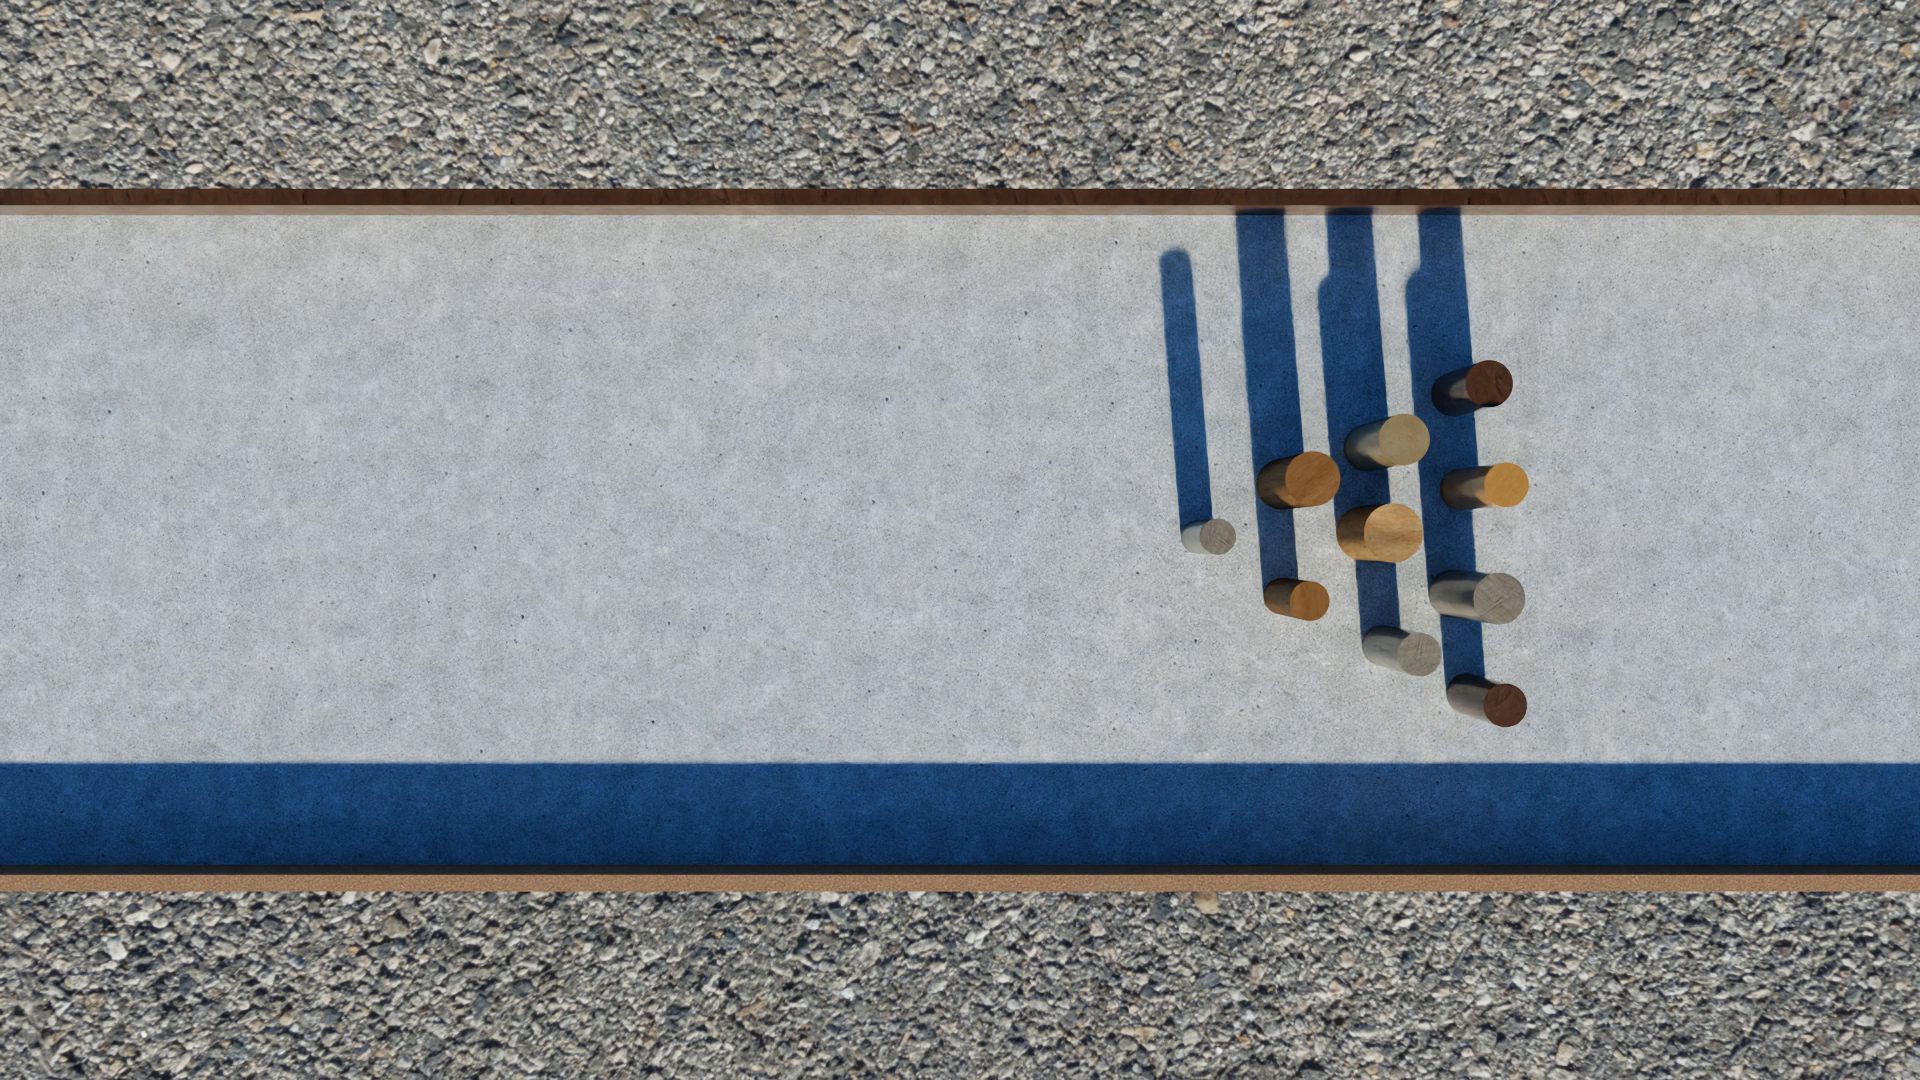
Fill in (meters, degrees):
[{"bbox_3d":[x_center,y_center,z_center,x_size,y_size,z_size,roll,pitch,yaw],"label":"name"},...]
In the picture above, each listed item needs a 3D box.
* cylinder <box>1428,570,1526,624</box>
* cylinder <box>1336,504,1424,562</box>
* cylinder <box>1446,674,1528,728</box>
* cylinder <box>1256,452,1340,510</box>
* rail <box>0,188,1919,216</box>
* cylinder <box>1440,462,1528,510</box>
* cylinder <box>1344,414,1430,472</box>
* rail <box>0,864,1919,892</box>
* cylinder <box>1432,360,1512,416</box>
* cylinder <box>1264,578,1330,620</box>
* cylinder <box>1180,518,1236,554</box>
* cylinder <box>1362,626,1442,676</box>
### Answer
[{"bbox_3d":[1.515,0.165,4.854,0.146,0.444,0.146,0,90,0],"label":"cylinder"},{"bbox_3d":[1.243,-0.020,4.903,0.171,0.347,0.171,0,90,0],"label":"cylinder"},{"bbox_3d":[1.559,0.473,4.895,0.125,0.362,0.125,0,90,0],"label":"cylinder"},{"bbox_3d":[0.989,-0.172,4.850,0.155,0.453,0.155,0,90,0],"label":"cylinder"},{"bbox_3d":[-2.247,-1.025,5.002,12.000,0.150,0.050,0,90,0],"label":"rail"},{"bbox_3d":[1.540,-0.156,4.861,0.126,0.431,0.126,0,90,0],"label":"cylinder"},{"bbox_3d":[1.253,-0.284,4.866,0.145,0.422,0.145,0,90,0],"label":"cylinder"},{"bbox_3d":[-2.247,1.025,5.001,12.000,0.150,0.050,0,90,0],"label":"rail"},{"bbox_3d":[1.518,-0.448,4.903,0.136,0.346,0.136,0,90,0],"label":"cylinder"},{"bbox_3d":[0.990,0.173,4.872,0.113,0.409,0.113,0,90,0],"label":"cylinder"},{"bbox_3d":[0.731,-0.010,4.877,0.103,0.399,0.103,0,90,0],"label":"cylinder"},{"bbox_3d":[1.299,0.324,4.870,0.125,0.414,0.125,0,90,0],"label":"cylinder"}]
